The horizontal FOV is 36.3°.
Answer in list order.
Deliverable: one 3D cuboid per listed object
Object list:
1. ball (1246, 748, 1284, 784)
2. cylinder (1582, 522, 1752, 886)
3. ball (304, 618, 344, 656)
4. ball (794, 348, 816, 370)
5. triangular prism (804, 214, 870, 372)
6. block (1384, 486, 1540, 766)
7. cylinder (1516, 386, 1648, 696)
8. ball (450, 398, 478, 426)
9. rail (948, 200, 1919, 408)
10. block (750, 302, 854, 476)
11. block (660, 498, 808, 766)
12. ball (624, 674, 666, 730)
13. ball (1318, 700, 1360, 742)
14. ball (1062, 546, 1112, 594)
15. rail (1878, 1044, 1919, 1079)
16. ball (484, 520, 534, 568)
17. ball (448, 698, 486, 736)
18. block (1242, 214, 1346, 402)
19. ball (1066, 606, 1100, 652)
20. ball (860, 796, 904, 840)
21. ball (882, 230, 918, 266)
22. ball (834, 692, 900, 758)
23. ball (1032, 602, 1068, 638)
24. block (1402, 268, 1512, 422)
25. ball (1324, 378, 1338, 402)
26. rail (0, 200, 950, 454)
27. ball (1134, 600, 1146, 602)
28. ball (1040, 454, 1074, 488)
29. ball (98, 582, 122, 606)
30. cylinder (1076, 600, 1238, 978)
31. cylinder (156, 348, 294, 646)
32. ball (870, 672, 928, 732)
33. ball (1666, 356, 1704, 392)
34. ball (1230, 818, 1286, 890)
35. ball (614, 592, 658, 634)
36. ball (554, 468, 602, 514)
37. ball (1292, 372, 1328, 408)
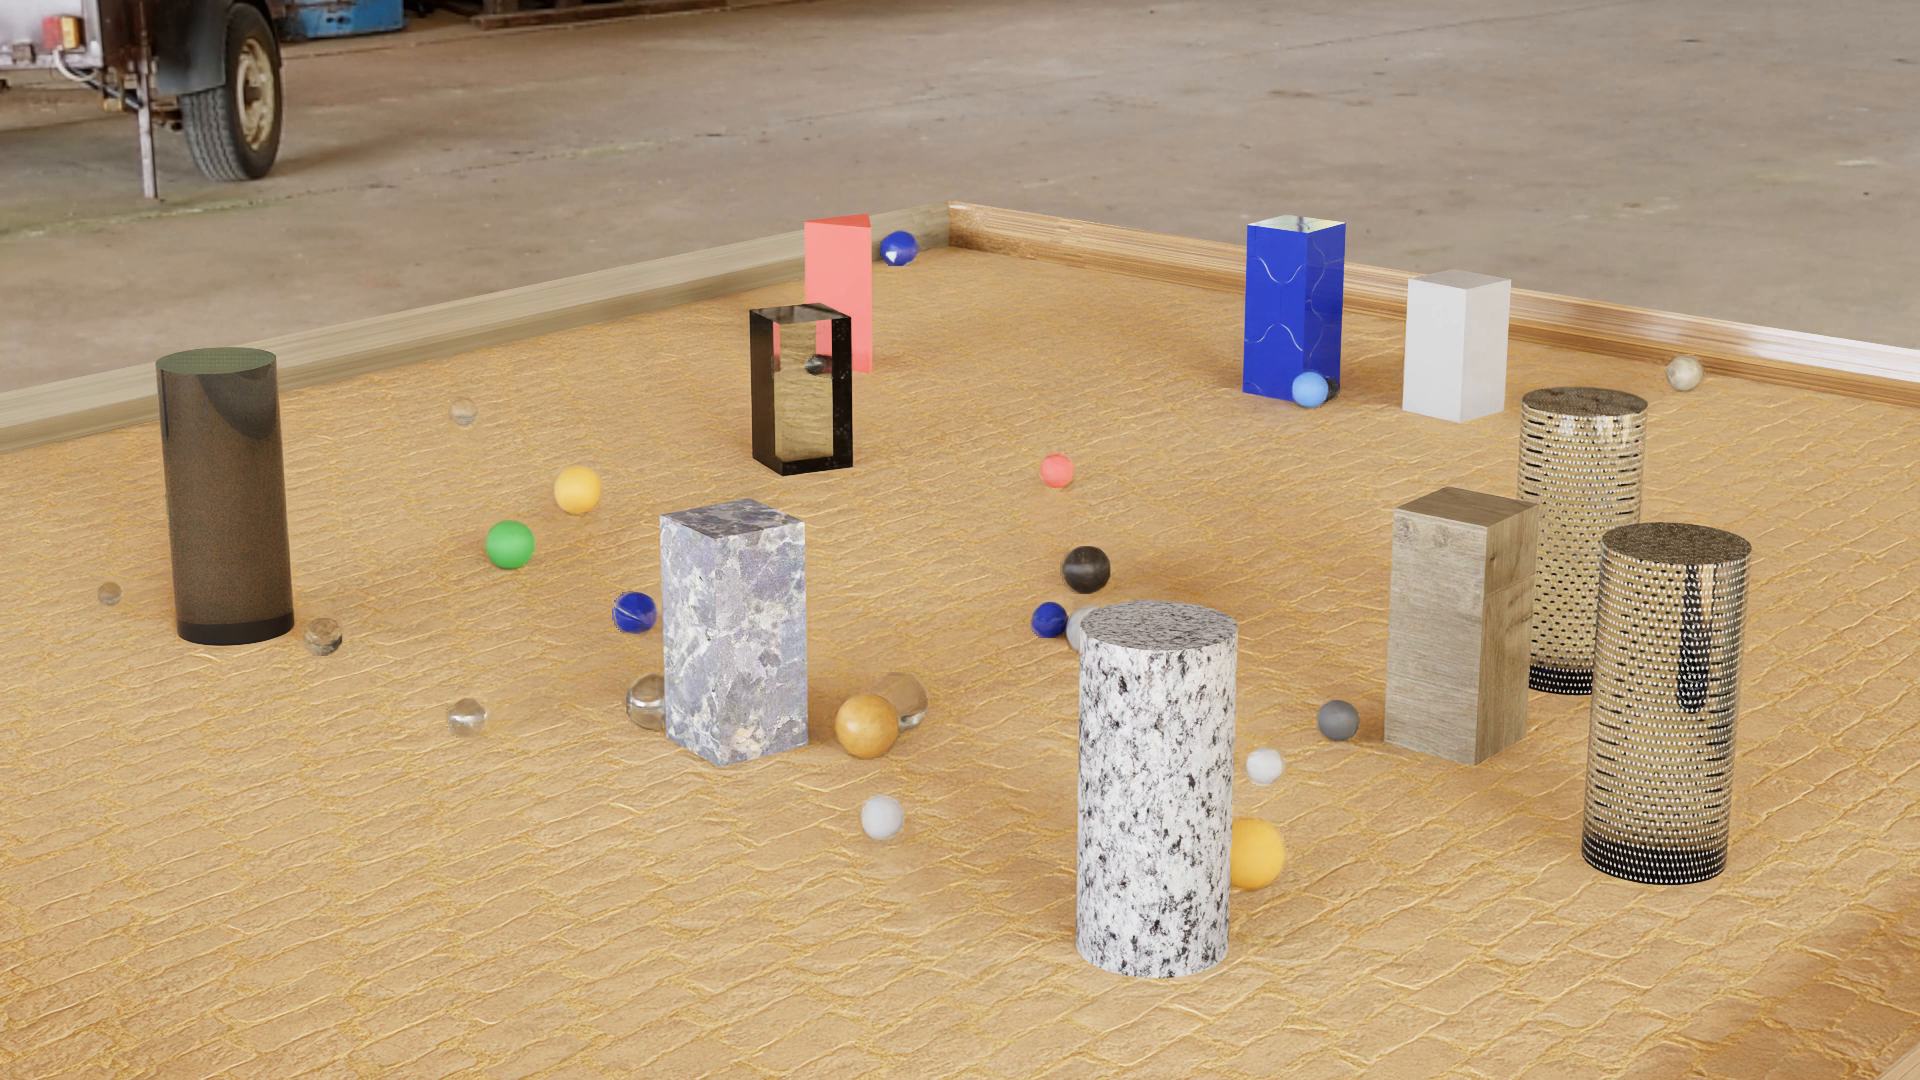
[{"bbox_3d":[0.444,0.329,4.263,0.054,0.054,0.054,0,17,0],"label":"ball"},{"bbox_3d":[0.948,0.219,3.945,0.194,0.449,0.194,0,17,0],"label":"cylinder"},{"bbox_3d":[-1.045,0.158,4.815,0.062,0.062,0.062,0,17,0],"label":"ball"},{"bbox_3d":[-0.356,-0.415,6.738,0.049,0.049,0.049,0,17,0],"label":"ball"},{"bbox_3d":[-0.248,-0.574,6.766,0.168,0.337,0.146,8,19,25],"label":"triangular prism"},{"bbox_3d":[0.750,0.127,4.388,0.155,0.369,0.155,13,21,37],"label":"block"},{"bbox_3d":[0.979,0.000,4.660,0.194,0.454,0.194,0,17,0],"label":"cylinder"},{"bbox_3d":[-1.057,-0.273,6.249,0.059,0.059,0.059,0,17,0],"label":"ball"},{"bbox_3d":[1.536,-0.479,6.814,4.199,0.126,0.045,14,22,39],"label":"rail"},{"bbox_3d":[-0.321,-0.306,5.924,0.155,0.310,0.155,-8,19,-25],"label":"block"},{"bbox_3d":[-0.337,0.136,4.387,0.155,0.352,0.155,-12,20,-34],"label":"block"},{"bbox_3d":[-0.469,0.248,4.476,0.086,0.086,0.086,0,17,0],"label":"ball"},{"bbox_3d":[0.572,0.274,4.431,0.063,0.063,0.063,0,17,0],"label":"ball"},{"bbox_3d":[0.222,0.052,5.129,0.085,0.085,0.085,0,17,0],"label":"ball"},{"bbox_3d":[1.567,0.425,3.817,0.045,0.126,4.734,14,22,39],"label":"rail"},{"bbox_3d":[-0.810,0.007,5.271,0.089,0.089,0.089,0,17,0],"label":"ball"},{"bbox_3d":[-0.749,0.270,4.452,0.058,0.058,0.058,0,17,0],"label":"ball"},{"bbox_3d":[0.739,-0.513,6.493,0.155,0.379,0.155,13,21,37],"label":"block"},{"bbox_3d":[0.215,0.148,4.817,0.081,0.081,0.081,0,17,0],"label":"ball"},{"bbox_3d":[-0.107,0.386,4.063,0.061,0.061,0.061,0,17,0],"label":"ball"},{"bbox_3d":[-0.161,-0.784,7.878,0.097,0.097,0.097,0,17,0],"label":"ball"},{"bbox_3d":[-0.139,0.276,4.366,0.096,0.096,0.096,0,17,0],"label":"ball"},{"bbox_3d":[0.150,0.133,4.900,0.061,0.061,0.061,0,17,0],"label":"ball"},{"bbox_3d":[1.073,-0.421,6.340,0.155,0.291,0.155,-15,22,-41],"label":"block"},{"bbox_3d":[0.805,-0.332,6.454,0.053,0.053,0.053,0,17,0],"label":"ball"},{"bbox_3d":[-1.567,-0.361,6.423,0.045,0.126,4.734,14,22,39],"label":"rail"},{"bbox_3d":[0.299,0.137,4.864,0.075,0.075,0.075,0,17,0],"label":"ball"},{"bbox_3d":[0.190,-0.136,5.784,0.066,0.066,0.066,0,17,0],"label":"ball"},{"bbox_3d":[-1.469,0.093,5.068,0.041,0.041,0.041,0,17,0],"label":"ball"},{"bbox_3d":[0.245,0.311,3.673,0.194,0.430,0.194,0,17,0],"label":"cylinder"},{"bbox_3d":[-1.224,-0.074,4.891,0.194,0.463,0.194,0,17,0],"label":"cylinder"},{"bbox_3d":[-0.093,0.247,4.468,0.092,0.092,0.092,0,17,0],"label":"ball"},{"bbox_3d":[1.616,-0.371,6.536,0.081,0.081,0.081,0,17,0],"label":"ball"},{"bbox_3d":[0.385,0.417,3.900,0.096,0.096,0.096,0,17,0],"label":"ball"},{"bbox_3d":[-0.543,0.123,4.916,0.072,0.072,0.072,0,17,0],"label":"ball"},{"bbox_3d":[-0.731,-0.094,5.604,0.090,0.090,0.090,0,17,0],"label":"ball"},{"bbox_3d":[0.763,-0.328,6.395,0.079,0.079,0.079,0,17,0],"label":"ball"}]
